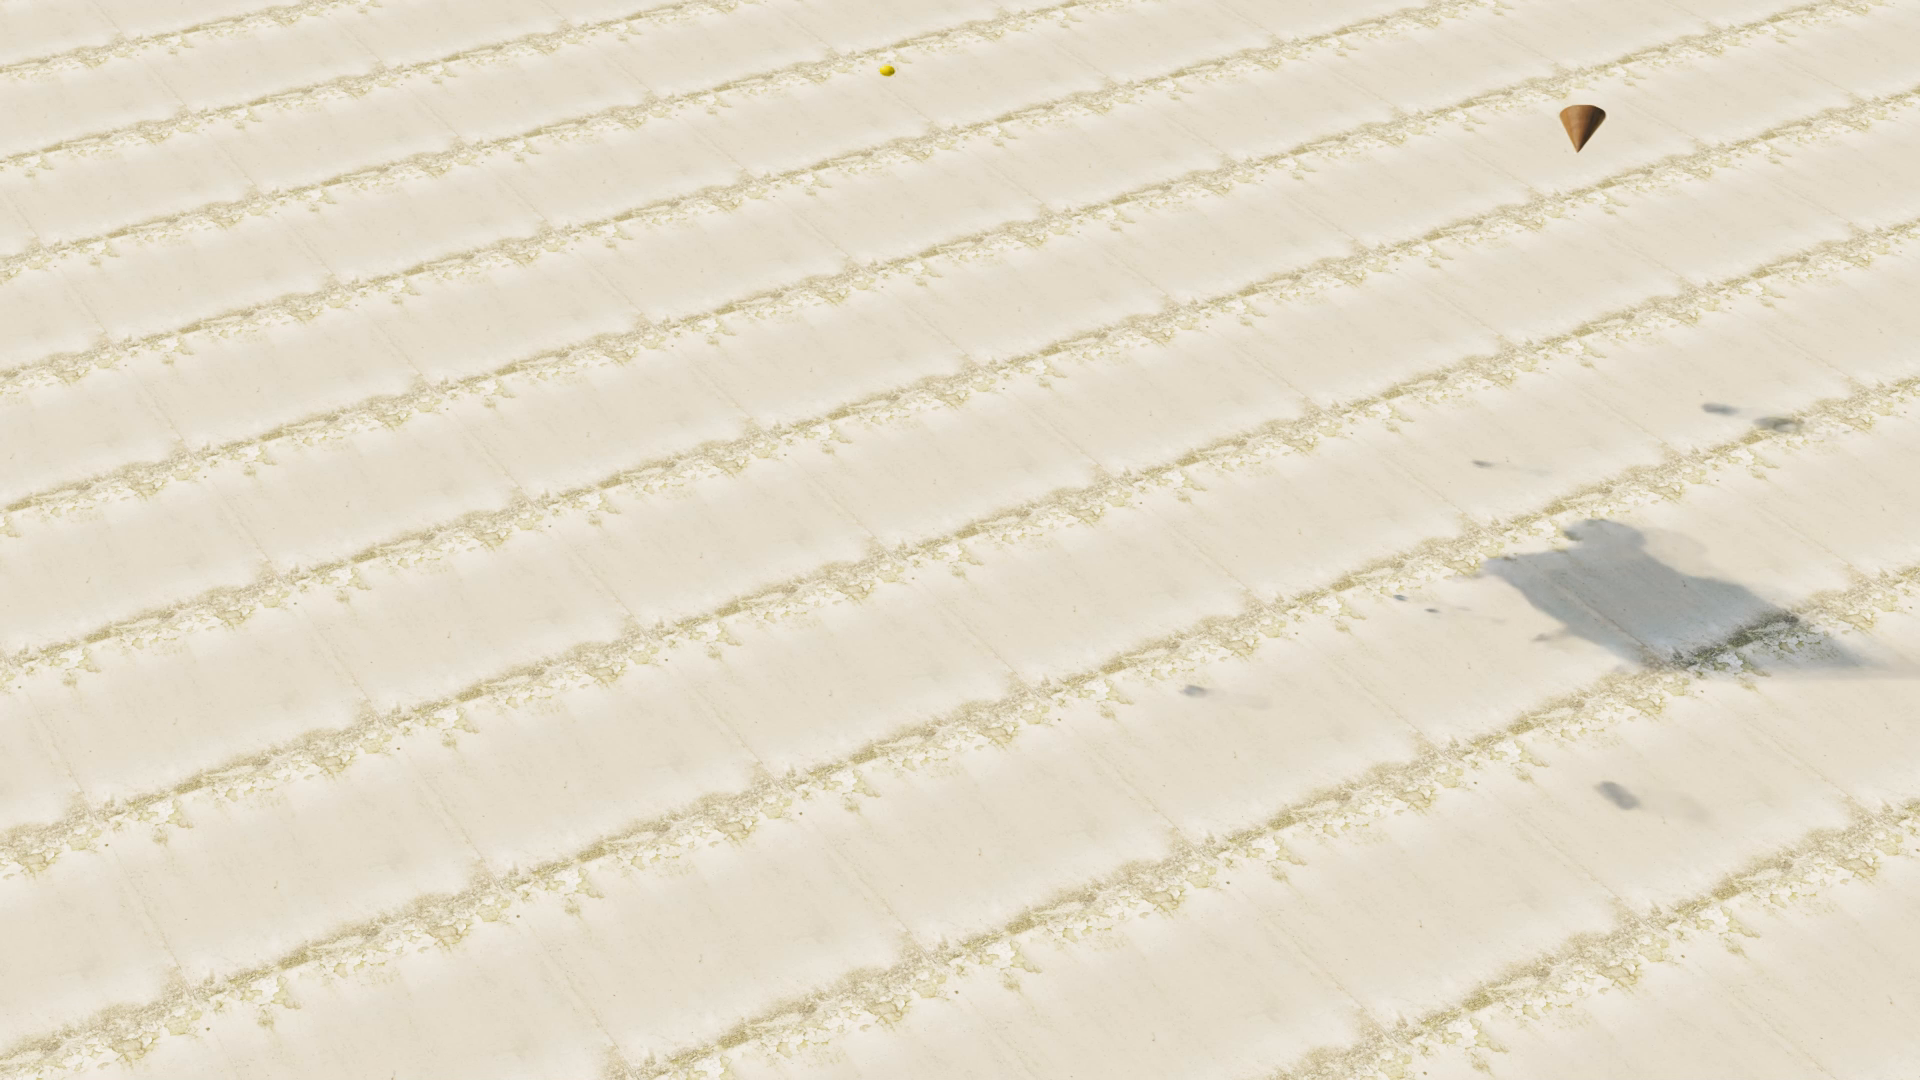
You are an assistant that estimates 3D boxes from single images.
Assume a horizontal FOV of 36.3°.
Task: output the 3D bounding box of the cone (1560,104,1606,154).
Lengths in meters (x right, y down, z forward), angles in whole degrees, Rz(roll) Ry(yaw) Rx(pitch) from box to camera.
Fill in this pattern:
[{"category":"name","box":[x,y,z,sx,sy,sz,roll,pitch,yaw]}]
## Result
[{"category":"cone","box":[1.892,-1.235,8.943,0.147,0.123,0.139,-5,61,35]}]
